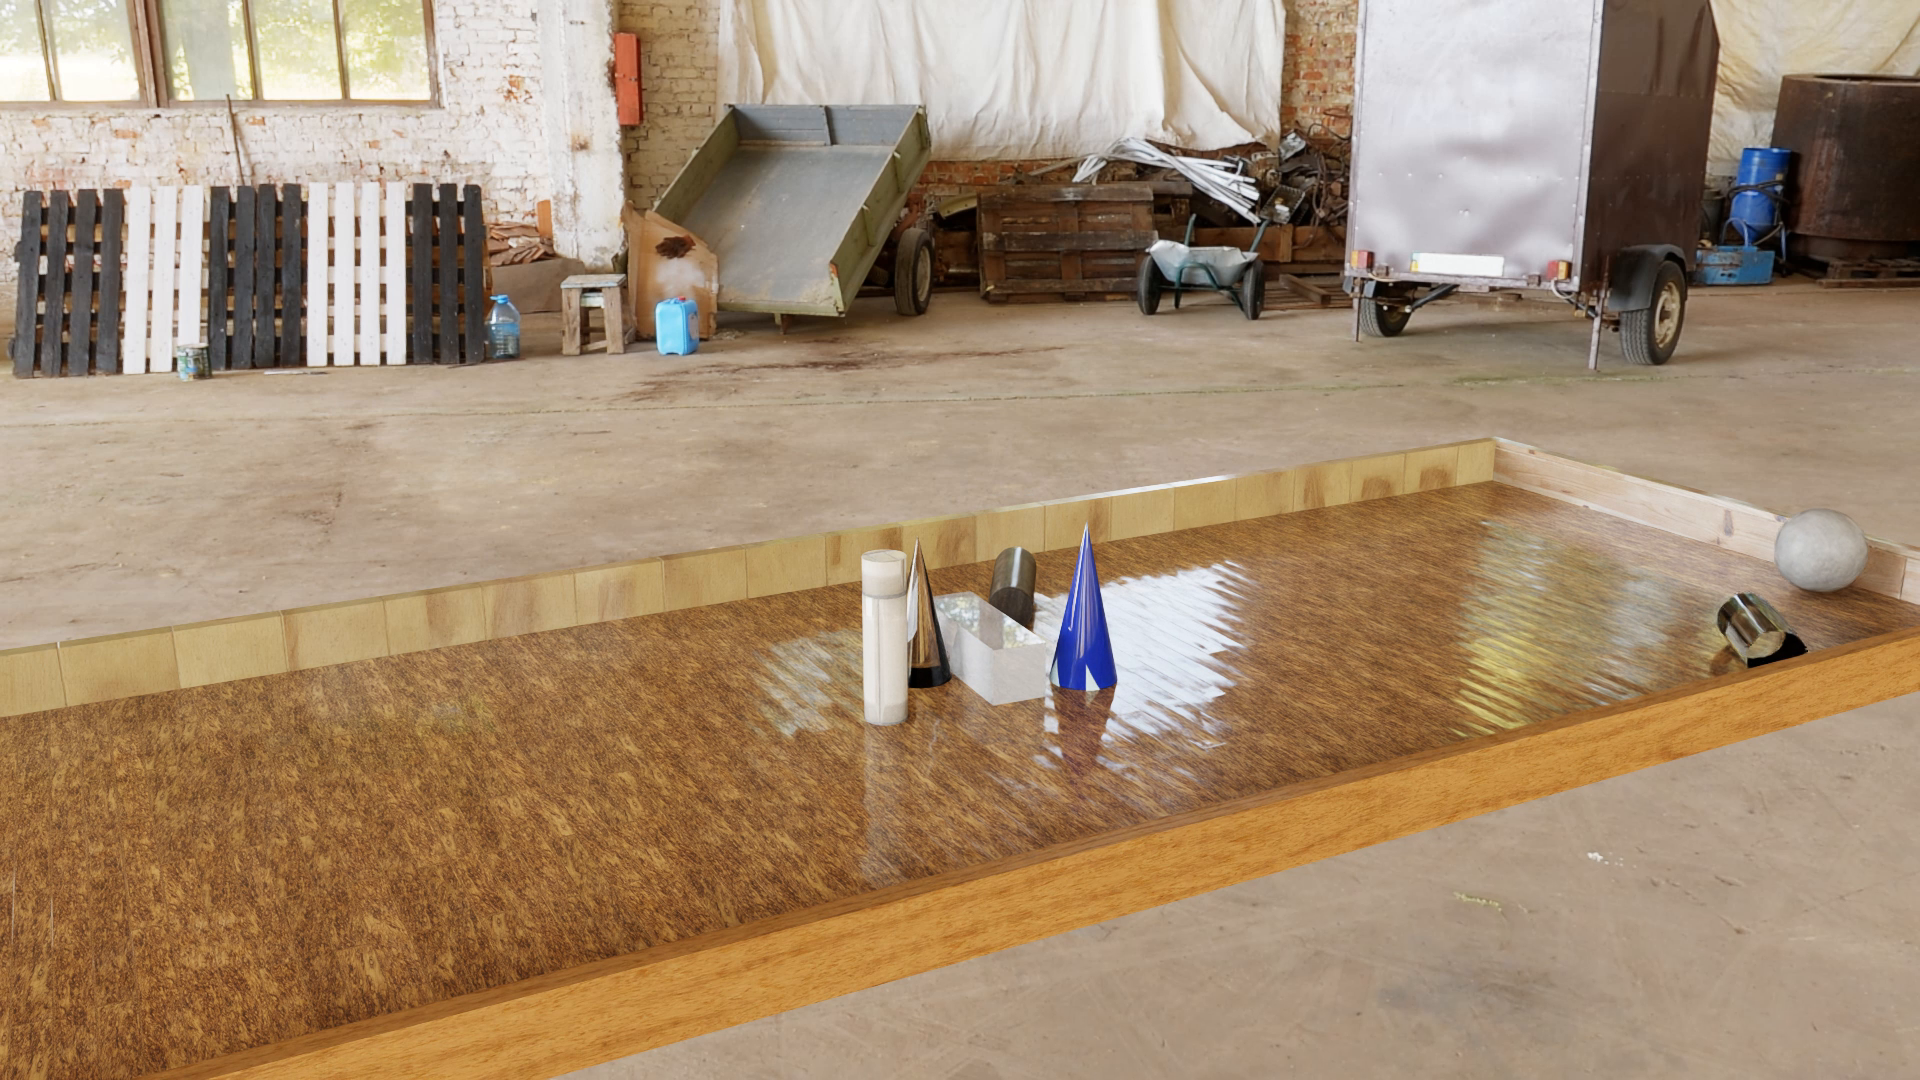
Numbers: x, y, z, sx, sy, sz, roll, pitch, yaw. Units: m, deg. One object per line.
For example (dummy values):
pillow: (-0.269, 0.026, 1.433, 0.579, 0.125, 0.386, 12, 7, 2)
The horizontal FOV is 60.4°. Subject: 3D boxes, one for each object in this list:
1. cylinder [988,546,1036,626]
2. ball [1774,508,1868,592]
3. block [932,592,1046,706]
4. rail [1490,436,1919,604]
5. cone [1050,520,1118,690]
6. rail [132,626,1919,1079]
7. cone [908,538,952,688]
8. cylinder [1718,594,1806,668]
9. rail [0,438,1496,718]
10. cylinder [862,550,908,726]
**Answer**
cylinder: (0.150, 0.135, 4.674, 0.124, 0.124, 0.395, 1, 16, 4)
ball: (2.516, 0.030, 4.819, 0.244, 0.244, 0.244, 0, 16, 0)
block: (0.054, 0.268, 4.191, 0.142, 0.142, 0.439, -7, 18, -23)
rail: (2.466, -0.048, 5.253, 0.050, 0.150, 2.100, -9, 18, -27)
cone: (0.312, 0.150, 4.109, 0.174, 0.414, 0.174, 0, 16, 0)
rail: (-2.336, 1.006, 1.665, 12.000, 0.150, 0.050, -9, 18, -27)
cone: (-0.104, 0.165, 4.126, 0.167, 0.375, 0.167, 0, 16, 0)
cylinder: (2.065, 0.251, 4.254, 0.140, 0.140, 0.306, 3, 17, 11)
rail: (-3.305, 0.497, 3.399, 12.000, 0.150, 0.050, -9, 18, -27)
cylinder: (-0.175, 0.229, 3.867, 0.105, 0.400, 0.105, 0, 16, 0)
